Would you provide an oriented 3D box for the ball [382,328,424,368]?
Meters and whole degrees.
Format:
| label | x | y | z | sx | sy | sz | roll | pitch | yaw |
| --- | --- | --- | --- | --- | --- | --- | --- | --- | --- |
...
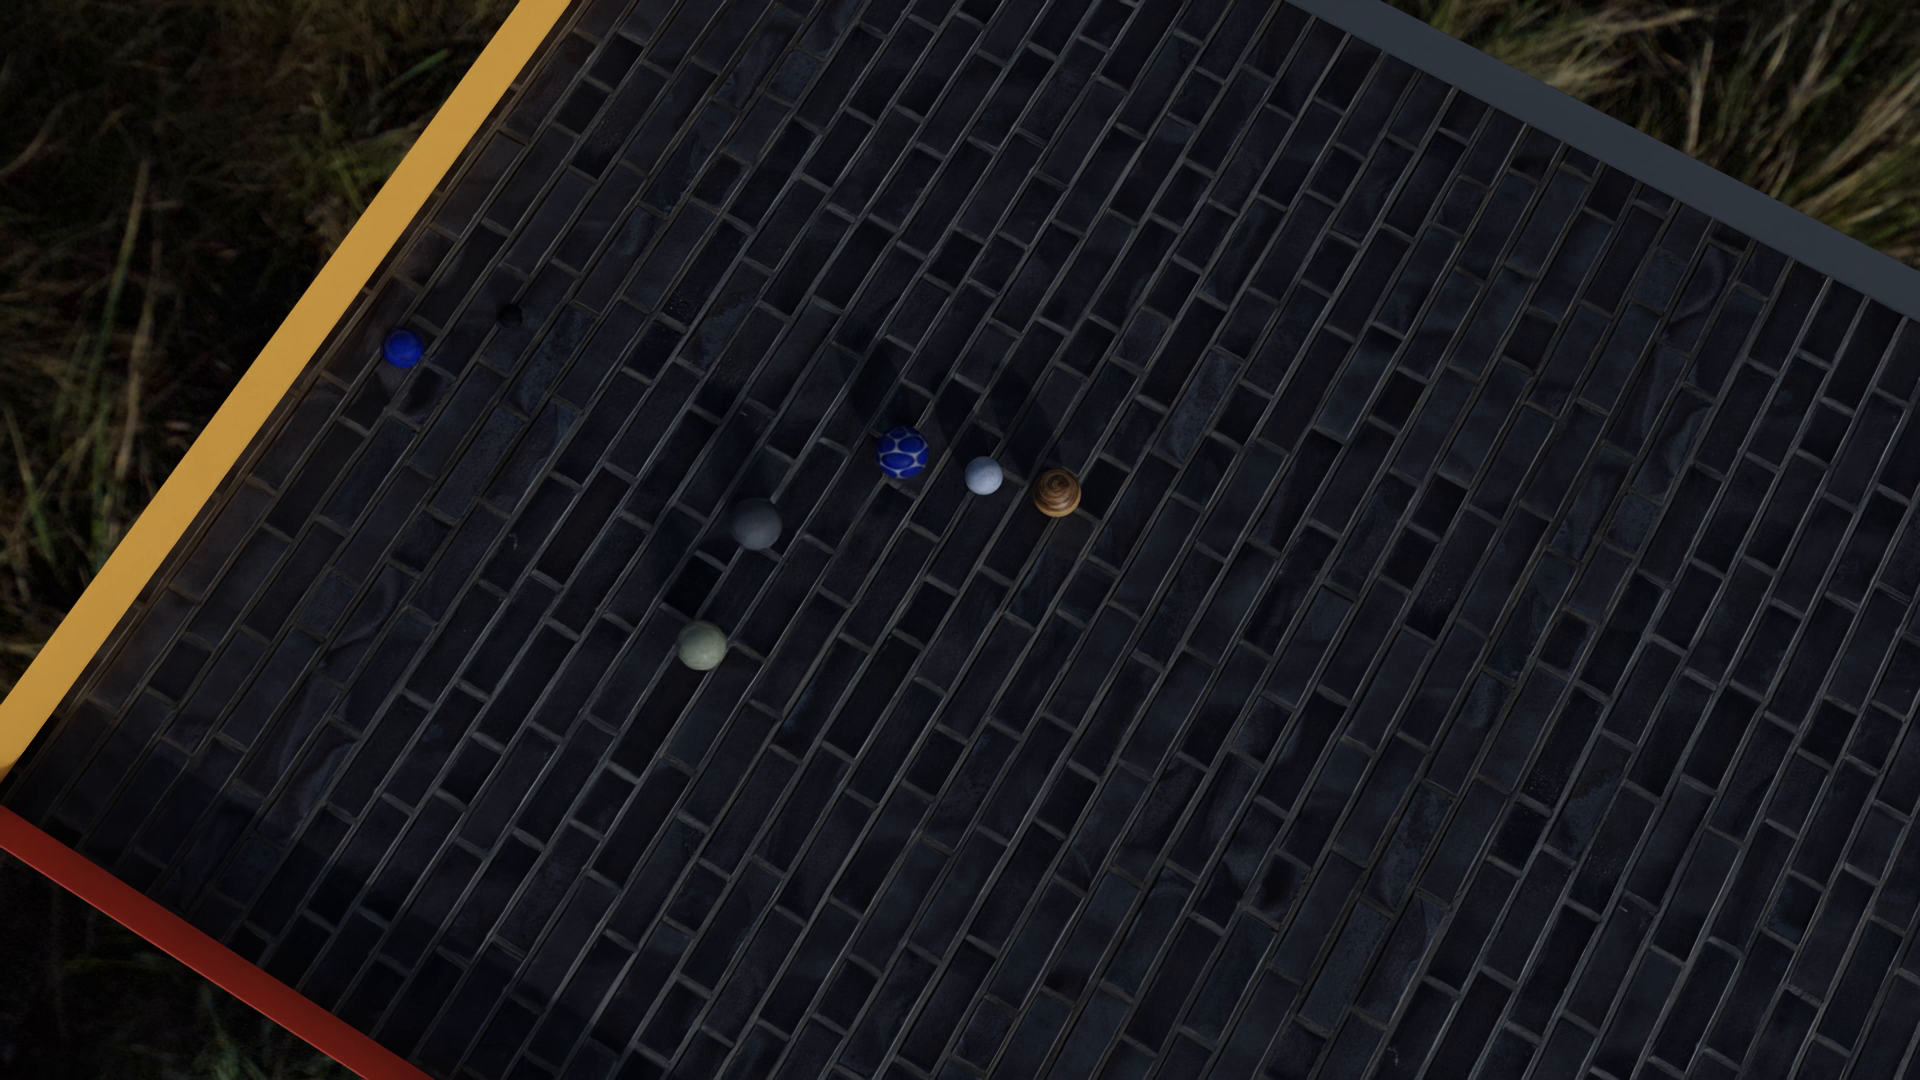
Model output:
| label | x | y | z | sx | sy | sz | roll | pitch | yaw |
| --- | --- | --- | --- | --- | --- | --- | --- | --- | --- |
| ball | -0.883 | -0.304 | 3.486 | 0.064 | 0.064 | 0.064 | 0 | 73 | 0 |

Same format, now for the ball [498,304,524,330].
| label | x | y | z | sx | sy | sz | roll | pitch | yaw |
| --- | --- | --- | --- | --- | --- | --- | --- | --- | --- |
| ball | -0.718 | -0.356 | 3.514 | 0.040 | 0.040 | 0.040 | 0 | 73 | 0 |

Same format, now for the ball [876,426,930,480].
| label | x | y | z | sx | sy | sz | roll | pitch | yaw |
| --- | --- | --- | --- | --- | --- | --- | --- | --- | --- |
| ball | -0.089 | -0.136 | 3.423 | 0.084 | 0.084 | 0.084 | 0 | 73 | 0 |

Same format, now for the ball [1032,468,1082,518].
| label | x | y | z | sx | sy | sz | roll | pitch | yaw |
| --- | --- | --- | --- | --- | --- | --- | --- | --- | --- |
| ball | 0.150 | -0.073 | 3.407 | 0.076 | 0.076 | 0.076 | 0 | 73 | 0 |

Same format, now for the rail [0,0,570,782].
| label | x | y | z | sx | sy | sz | roll | pitch | yaw |
| --- | --- | --- | --- | --- | --- | --- | --- | --- | --- |
| rail | -0.905 | -0.516 | 3.527 | 0.045 | 0.109 | 2.246 | 29 | 75 | 9 |

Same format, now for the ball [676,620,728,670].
| label | x | y | z | sx | sy | sz | roll | pitch | yaw |
| --- | --- | --- | --- | --- | --- | --- | --- | --- | --- |
| ball | -0.391 | 0.160 | 3.334 | 0.077 | 0.077 | 0.077 | 0 | 73 | 0 |

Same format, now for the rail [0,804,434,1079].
| label | x | y | z | sx | sy | sz | roll | pitch | yaw |
| --- | --- | --- | --- | --- | --- | --- | --- | --- | --- |
| rail | 0.367 | 1.419 | 2.923 | 4.300 | 0.109 | 0.045 | 29 | 75 | 9 |

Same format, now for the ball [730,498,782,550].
| label | x | y | z | sx | sy | sz | roll | pitch | yaw |
| --- | --- | --- | --- | --- | --- | --- | --- | --- | --- |
| ball | -0.314 | -0.025 | 3.389 | 0.083 | 0.083 | 0.083 | 0 | 73 | 0 |

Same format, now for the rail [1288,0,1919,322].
| label | x | y | z | sx | sy | sz | roll | pitch | yaw |
| --- | --- | --- | --- | --- | --- | --- | --- | --- | --- |
| rail | 1.485 | -0.388 | 3.487 | 4.300 | 0.109 | 0.045 | 29 | 75 | 9 |

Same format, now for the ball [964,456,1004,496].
| label | x | y | z | sx | sy | sz | roll | pitch | yaw |
| --- | --- | --- | --- | --- | --- | --- | --- | --- | --- |
| ball | 0.037 | -0.100 | 3.424 | 0.061 | 0.061 | 0.061 | 0 | 73 | 0 |
